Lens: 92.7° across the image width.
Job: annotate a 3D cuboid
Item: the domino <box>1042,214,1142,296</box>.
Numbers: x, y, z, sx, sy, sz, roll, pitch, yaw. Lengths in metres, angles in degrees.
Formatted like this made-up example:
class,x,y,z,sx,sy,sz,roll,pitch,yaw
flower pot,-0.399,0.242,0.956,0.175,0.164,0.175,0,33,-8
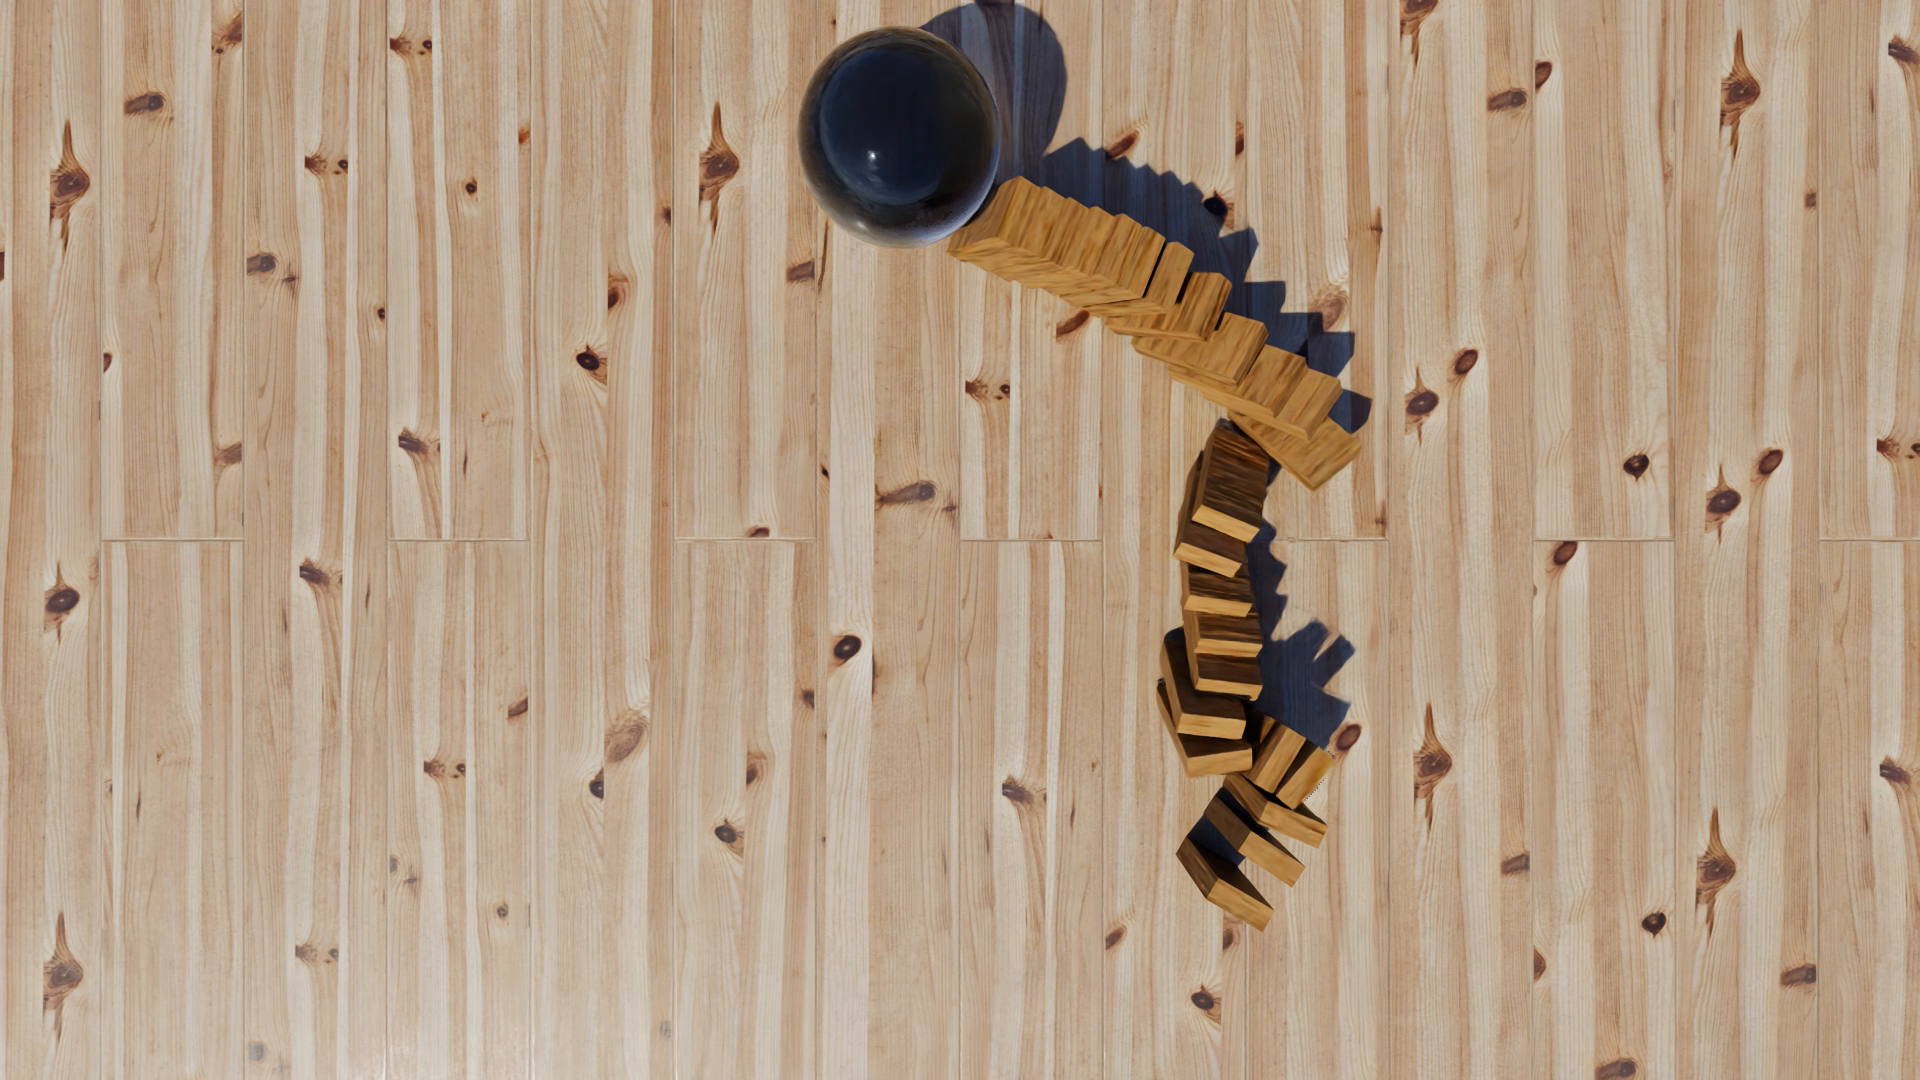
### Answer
class,x,y,z,sx,sy,sz,roll,pitch,yaw
domino,0.052,-0.116,0.375,0.009,0.050,0.025,22,90,-25

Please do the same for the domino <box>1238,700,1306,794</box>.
class,x,y,z,sx,sy,sz,roll,pitch,yaw
domino,0.117,0.081,0.375,0.010,0.050,0.025,32,90,-14

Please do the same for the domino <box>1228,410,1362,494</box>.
class,x,y,z,sx,sy,sz,roll,pitch,yaw
domino,0.139,-0.046,0.384,0.025,0.009,0.050,-40,63,0

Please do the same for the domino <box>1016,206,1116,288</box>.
class,x,y,z,sx,sy,sz,roll,pitch,yaw
domino,0.042,-0.119,0.375,0.010,0.050,0.025,22,90,-25

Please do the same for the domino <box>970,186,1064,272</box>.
class,x,y,z,sx,sy,sz,roll,pitch,yaw
domino,0.022,-0.126,0.375,0.010,0.050,0.025,22,90,-25

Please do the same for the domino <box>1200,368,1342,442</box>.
class,x,y,z,sx,sy,sz,roll,pitch,yaw
domino,0.128,-0.063,0.381,0.050,0.010,0.025,32,85,36

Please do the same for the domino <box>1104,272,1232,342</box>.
class,x,y,z,sx,sy,sz,roll,pitch,yaw
domino,0.085,-0.097,0.378,0.009,0.050,0.025,23,90,-40

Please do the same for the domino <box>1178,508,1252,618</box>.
class,x,y,z,sx,sy,sz,roll,pitch,yaw
domino,0.105,0.007,0.380,0.025,0.009,0.050,8,50,0

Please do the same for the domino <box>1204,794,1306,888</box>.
class,x,y,z,sx,sy,sz,roll,pitch,yaw
domino,0.119,0.122,0.375,0.025,0.050,0.009,34,90,0

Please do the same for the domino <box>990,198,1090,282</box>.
class,x,y,z,sx,sy,sz,roll,pitch,yaw
domino,0.032,-0.122,0.375,0.009,0.050,0.025,22,90,-25

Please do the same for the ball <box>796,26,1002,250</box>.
class,x,y,z,sx,sy,sz,roll,pitch,yaw
ball,-0.024,-0.156,0.360,0.080,0.080,0.080,0,90,0

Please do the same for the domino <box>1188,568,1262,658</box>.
class,x,y,z,sx,sy,sz,roll,pitch,yaw
domino,0.108,0.024,0.380,0.025,0.010,0.050,6,49,-1

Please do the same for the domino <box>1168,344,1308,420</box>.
class,x,y,z,sx,sy,sz,roll,pitch,yaw
domino,0.115,-0.071,0.381,0.050,0.010,0.025,32,85,36

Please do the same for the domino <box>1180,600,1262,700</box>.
class,x,y,z,sx,sy,sz,roll,pitch,yaw
domino,0.107,0.042,0.378,0.025,0.050,0.009,7,133,0

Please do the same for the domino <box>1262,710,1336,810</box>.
class,x,y,z,sx,sy,sz,roll,pitch,yaw
domino,0.130,0.089,0.375,0.010,0.050,0.025,41,90,-8

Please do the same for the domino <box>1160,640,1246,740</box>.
class,x,y,z,sx,sy,sz,roll,pitch,yaw
domino,0.098,0.060,0.376,0.025,0.050,0.009,7,118,0

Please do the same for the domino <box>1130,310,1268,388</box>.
class,x,y,z,sx,sy,sz,roll,pitch,yaw
domino,0.099,-0.084,0.382,0.050,0.010,0.025,29,90,35

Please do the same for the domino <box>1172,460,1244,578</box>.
class,x,y,z,sx,sy,sz,roll,pitch,yaw
domino,0.105,-0.010,0.380,0.025,0.009,0.050,20,50,2

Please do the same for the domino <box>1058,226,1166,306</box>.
class,x,y,z,sx,sy,sz,roll,pitch,yaw
domino,0.061,-0.111,0.375,0.009,0.050,0.025,22,90,-25

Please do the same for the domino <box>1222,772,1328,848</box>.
class,x,y,z,sx,sy,sz,roll,pitch,yaw
domino,0.128,0.108,0.375,0.025,0.050,0.010,23,92,0

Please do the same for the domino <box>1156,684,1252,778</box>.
class,x,y,z,sx,sy,sz,roll,pitch,yaw
domino,0.099,0.076,0.375,0.025,0.050,0.010,-8,114,1

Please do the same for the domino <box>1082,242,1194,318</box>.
class,x,y,z,sx,sy,sz,roll,pitch,yaw
domino,0.072,-0.106,0.376,0.009,0.050,0.025,22,90,-28

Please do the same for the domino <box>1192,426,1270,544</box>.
class,x,y,z,sx,sy,sz,roll,pitch,yaw
domino,0.113,-0.024,0.380,0.025,0.009,0.050,23,50,1

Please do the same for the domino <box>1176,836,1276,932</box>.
class,x,y,z,sx,sy,sz,roll,pitch,yaw
domino,0.107,0.140,0.375,0.025,0.050,0.010,30,90,0

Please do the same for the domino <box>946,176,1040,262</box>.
class,x,y,z,sx,sy,sz,roll,pitch,yaw
domino,0.012,-0.130,0.375,0.009,0.050,0.025,22,90,-25
